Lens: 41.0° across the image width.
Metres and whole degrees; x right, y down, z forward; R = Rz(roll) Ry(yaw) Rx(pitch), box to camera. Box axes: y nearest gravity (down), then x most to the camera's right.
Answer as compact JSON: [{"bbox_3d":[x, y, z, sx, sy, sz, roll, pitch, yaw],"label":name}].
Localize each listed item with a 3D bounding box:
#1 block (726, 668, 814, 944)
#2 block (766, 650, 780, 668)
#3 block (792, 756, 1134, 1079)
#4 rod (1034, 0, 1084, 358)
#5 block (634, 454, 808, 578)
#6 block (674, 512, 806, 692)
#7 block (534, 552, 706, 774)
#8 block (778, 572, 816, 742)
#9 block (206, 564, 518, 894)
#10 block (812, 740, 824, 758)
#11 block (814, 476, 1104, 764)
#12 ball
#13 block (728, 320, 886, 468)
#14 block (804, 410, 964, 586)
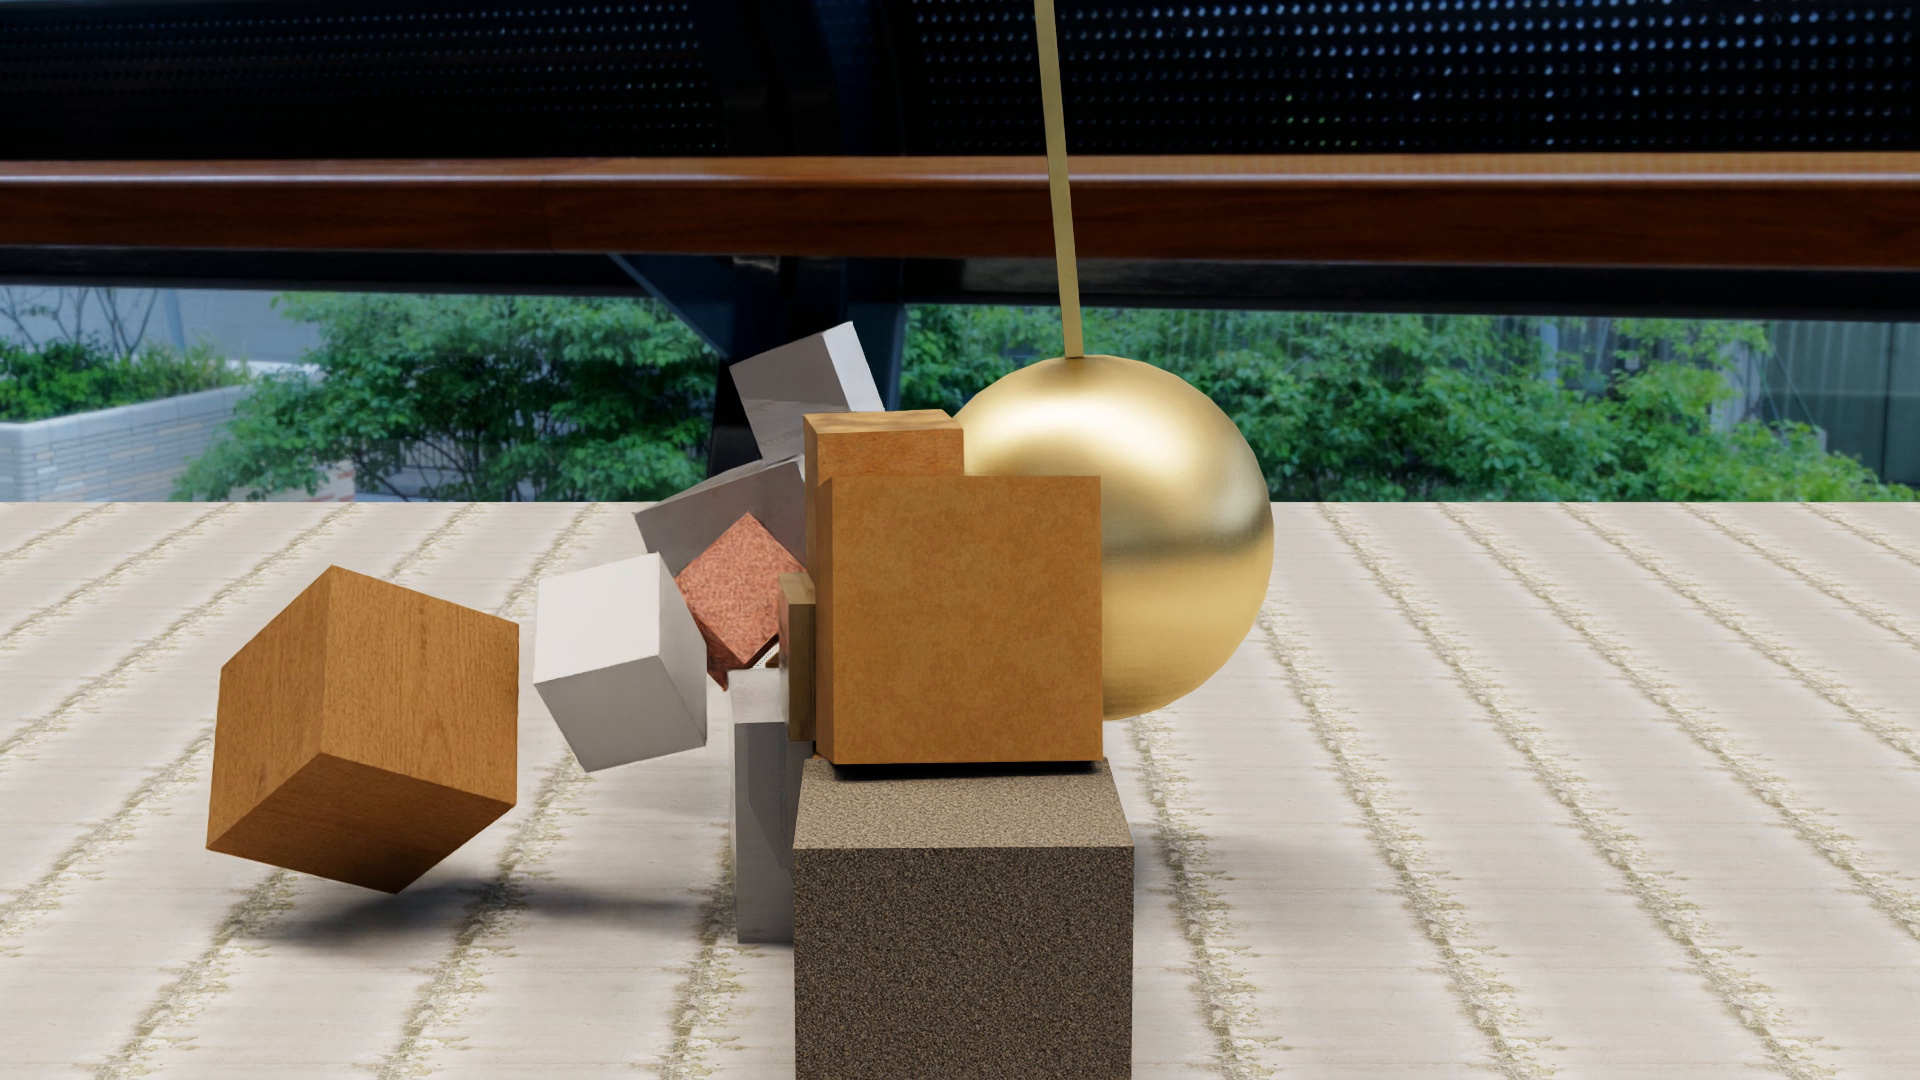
[{"bbox_3d":[-0.454,1.098,10.933,1.031,0.928,0.956,-1,10,-7],"label":"block"},{"bbox_3d":[-0.316,0.914,12.046,0.953,0.892,1.047,2,10,10],"label":"block"},{"bbox_3d":[-0.001,1.406,8.930,1.105,1.038,1.105,0,10,-1],"label":"block"},{"bbox_3d":[0.246,-3.338,10.573,0.080,5.200,0.080,-5,10,1],"label":"rod"},{"bbox_3d":[-0.829,0.011,12.397,0.944,0.792,0.911,-17,7,28],"label":"block"},{"bbox_3d":[-1.005,0.281,11.539,0.511,0.486,0.486,-44,-3,-24],"label":"block"},{"bbox_3d":[-1.429,0.521,10.870,0.538,0.613,0.582,-13,45,7],"label":"block"},{"bbox_3d":[-0.407,0.455,10.339,0.606,0.549,0.642,-1,10,-7],"label":"block"},{"bbox_3d":[-2.503,0.818,10.791,0.884,0.866,0.985,21,-41,-35],"label":"block"},{"bbox_3d":[-0.067,1.291,9.989,1.000,0.886,0.989,-1,10,-3],"label":"block"},{"bbox_3d":[-0.027,0.294,9.557,0.961,1.016,0.915,0,-2,-7],"label":"block"},{"bbox_3d":[0.568,-0.008,11.179,1.600,1.600,1.600,0,10,0],"label":"ball"},{"bbox_3d":[-0.713,-0.696,12.146,0.484,0.502,0.524,-18,6,16],"label":"block"},{"bbox_3d":[-0.309,-0.152,10.300,0.572,0.656,0.550,-2,11,-9],"label":"block"}]
